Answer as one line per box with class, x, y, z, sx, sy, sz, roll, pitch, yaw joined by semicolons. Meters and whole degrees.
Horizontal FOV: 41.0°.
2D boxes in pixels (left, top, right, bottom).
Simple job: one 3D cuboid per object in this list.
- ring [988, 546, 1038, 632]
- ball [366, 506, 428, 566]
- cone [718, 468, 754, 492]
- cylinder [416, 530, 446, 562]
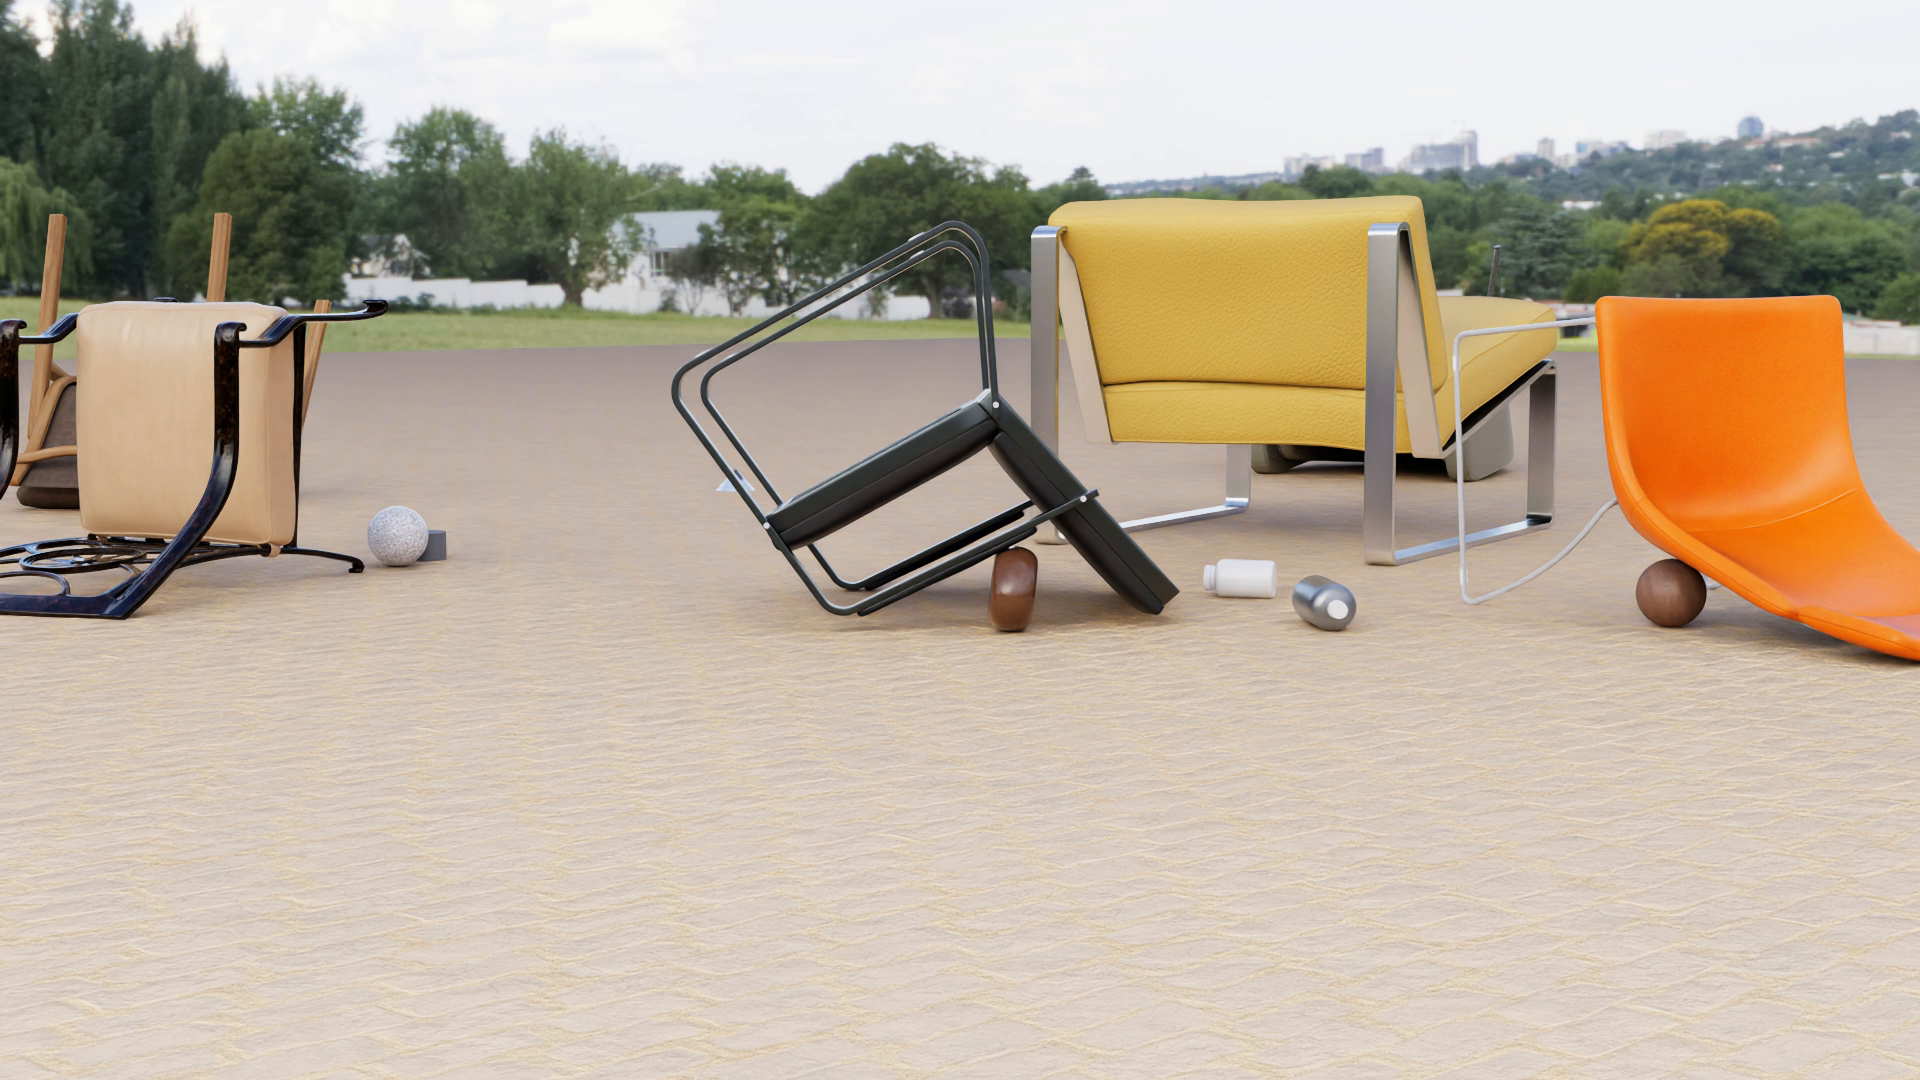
ring;0.098;0.090;4.780;0.082;0.157;0.213;7;13;0
ball;-1.277;-0.008;5.825;0.137;0.137;0.137;0;6;0
cone;-0.692;-0.187;7.906;0.120;0.066;0.116;1;6;11
cylinder;-1.238;0.013;5.974;0.080;0.063;0.103;0;6;5
